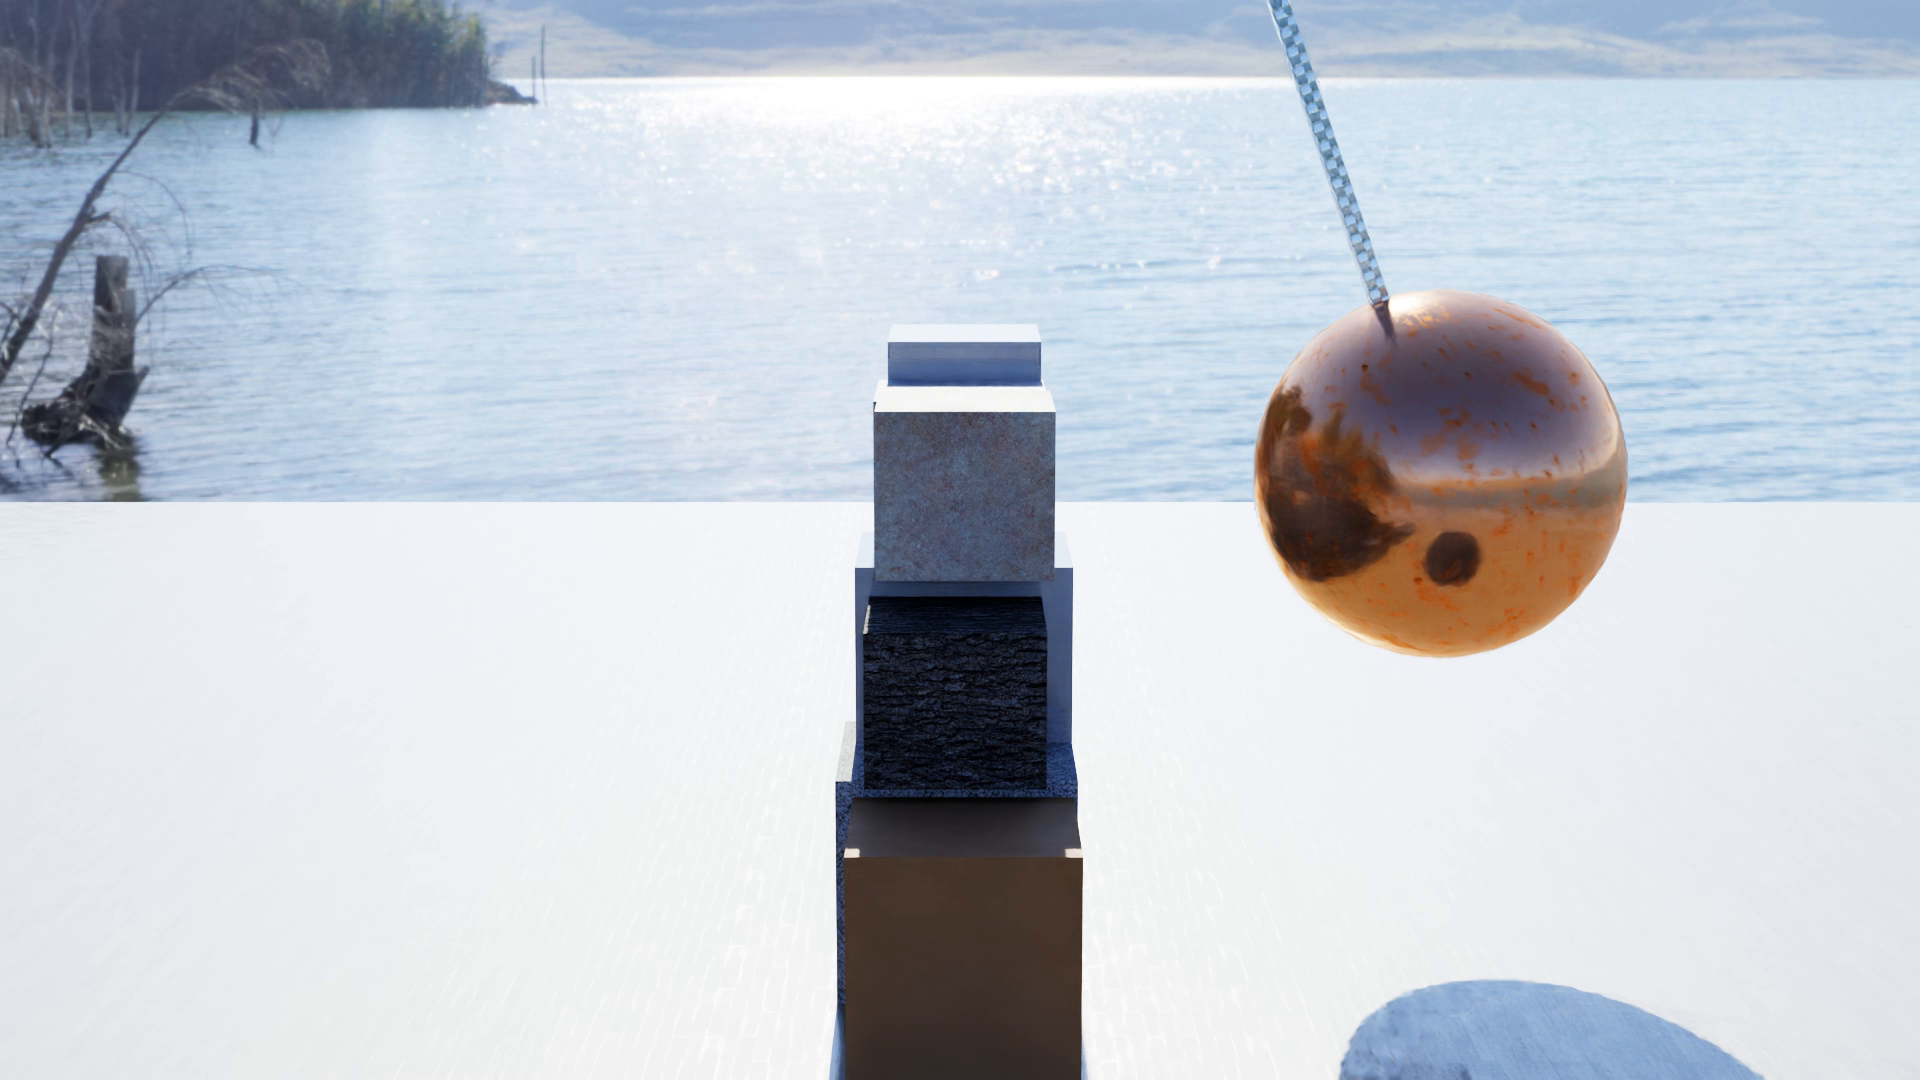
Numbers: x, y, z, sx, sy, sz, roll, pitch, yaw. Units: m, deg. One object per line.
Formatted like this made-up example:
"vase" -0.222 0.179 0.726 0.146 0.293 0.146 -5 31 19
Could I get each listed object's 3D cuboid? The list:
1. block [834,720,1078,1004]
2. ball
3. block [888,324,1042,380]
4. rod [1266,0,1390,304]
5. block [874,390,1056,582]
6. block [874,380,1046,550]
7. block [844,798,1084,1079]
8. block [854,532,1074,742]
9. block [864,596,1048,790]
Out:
"block" -0.013 1.259 10.185 0.916 0.879 0.915 0 10 0
"ball" 2.074 -0.286 11.128 1.600 1.600 1.600 0 10 0
"block" 0.019 -0.553 11.488 0.664 0.752 0.719 0 11 0
"rod" 0.899 -3.425 10.558 0.080 5.200 0.080 -20 10 4
"block" 0.020 -0.223 10.082 0.686 0.654 0.650 0 10 0
"block" 0.004 -0.327 10.782 0.710 0.609 0.748 0 10 0
"block" 0.013 1.439 9.360 0.832 0.820 0.753 0 10 0
"block" 0.016 0.385 10.551 0.861 0.709 0.804 0 10 0
"block" -0.018 0.576 9.823 0.678 0.594 0.675 0 10 0
